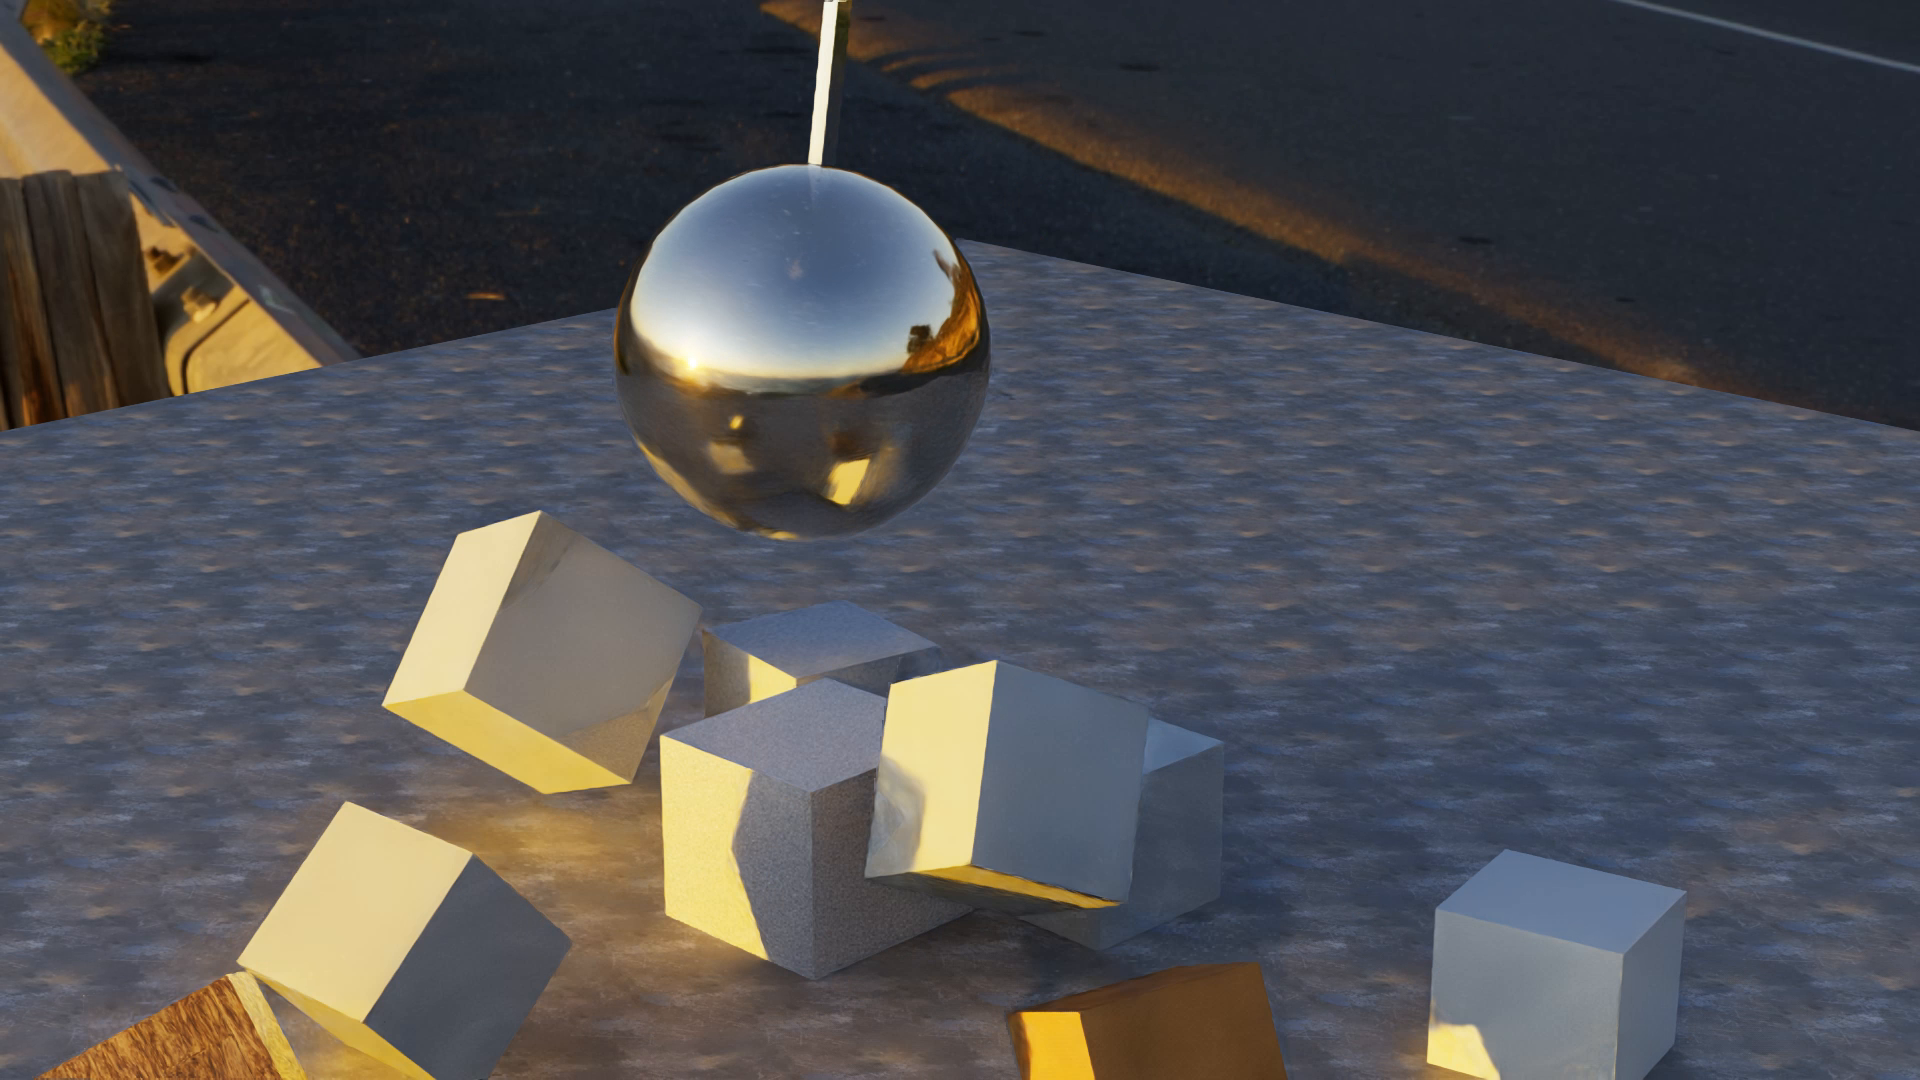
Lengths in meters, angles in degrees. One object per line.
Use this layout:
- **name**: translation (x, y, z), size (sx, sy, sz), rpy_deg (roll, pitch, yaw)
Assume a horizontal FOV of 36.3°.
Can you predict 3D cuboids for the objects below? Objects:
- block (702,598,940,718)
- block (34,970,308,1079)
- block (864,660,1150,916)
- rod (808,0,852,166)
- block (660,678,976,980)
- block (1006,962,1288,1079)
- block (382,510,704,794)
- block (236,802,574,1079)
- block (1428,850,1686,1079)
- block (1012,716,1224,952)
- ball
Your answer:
- **block**: translation (-0.668, 0.871, 14.152), size (0.804, 0.852, 0.843), rpy_deg (-12, 21, -33)
- **block**: translation (-2.591, 1.985, 9.933), size (0.725, 0.775, 0.740), rpy_deg (-28, -3, -10)
- **block**: translation (0.195, 1.041, 12.113), size (0.787, 0.831, 0.768), rpy_deg (18, -19, -31)
- **rod**: translation (-0.289, -4.105, 11.749), size (0.080, 5.200, 0.080), rpy_deg (17, 15, 42)
- **block**: translation (-0.617, 1.249, 12.938), size (0.956, 0.859, 0.999), rpy_deg (16, 24, 41)
- **block**: translation (0.694, 1.945, 10.594), size (0.722, 0.667, 0.678), rpy_deg (-12, -5, -23)
- **block**: translation (-1.990, 0.554, 13.988), size (0.957, 0.939, 0.861), rpy_deg (33, -25, -28)
- **block**: translation (-2.165, 1.612, 11.486), size (0.781, 0.721, 0.749), rpy_deg (15, 64, 39)
- **block**: translation (2.378, 1.741, 11.682), size (0.771, 0.673, 0.694), rpy_deg (11, 21, 31)
- **block**: translation (0.649, 1.266, 13.067), size (0.806, 0.748, 0.677), rpy_deg (-17, 24, -42)
- **ball**: translation (-0.666, -0.789, 12.395), size (1.600, 1.600, 1.600), rpy_deg (0, 17, 0)
